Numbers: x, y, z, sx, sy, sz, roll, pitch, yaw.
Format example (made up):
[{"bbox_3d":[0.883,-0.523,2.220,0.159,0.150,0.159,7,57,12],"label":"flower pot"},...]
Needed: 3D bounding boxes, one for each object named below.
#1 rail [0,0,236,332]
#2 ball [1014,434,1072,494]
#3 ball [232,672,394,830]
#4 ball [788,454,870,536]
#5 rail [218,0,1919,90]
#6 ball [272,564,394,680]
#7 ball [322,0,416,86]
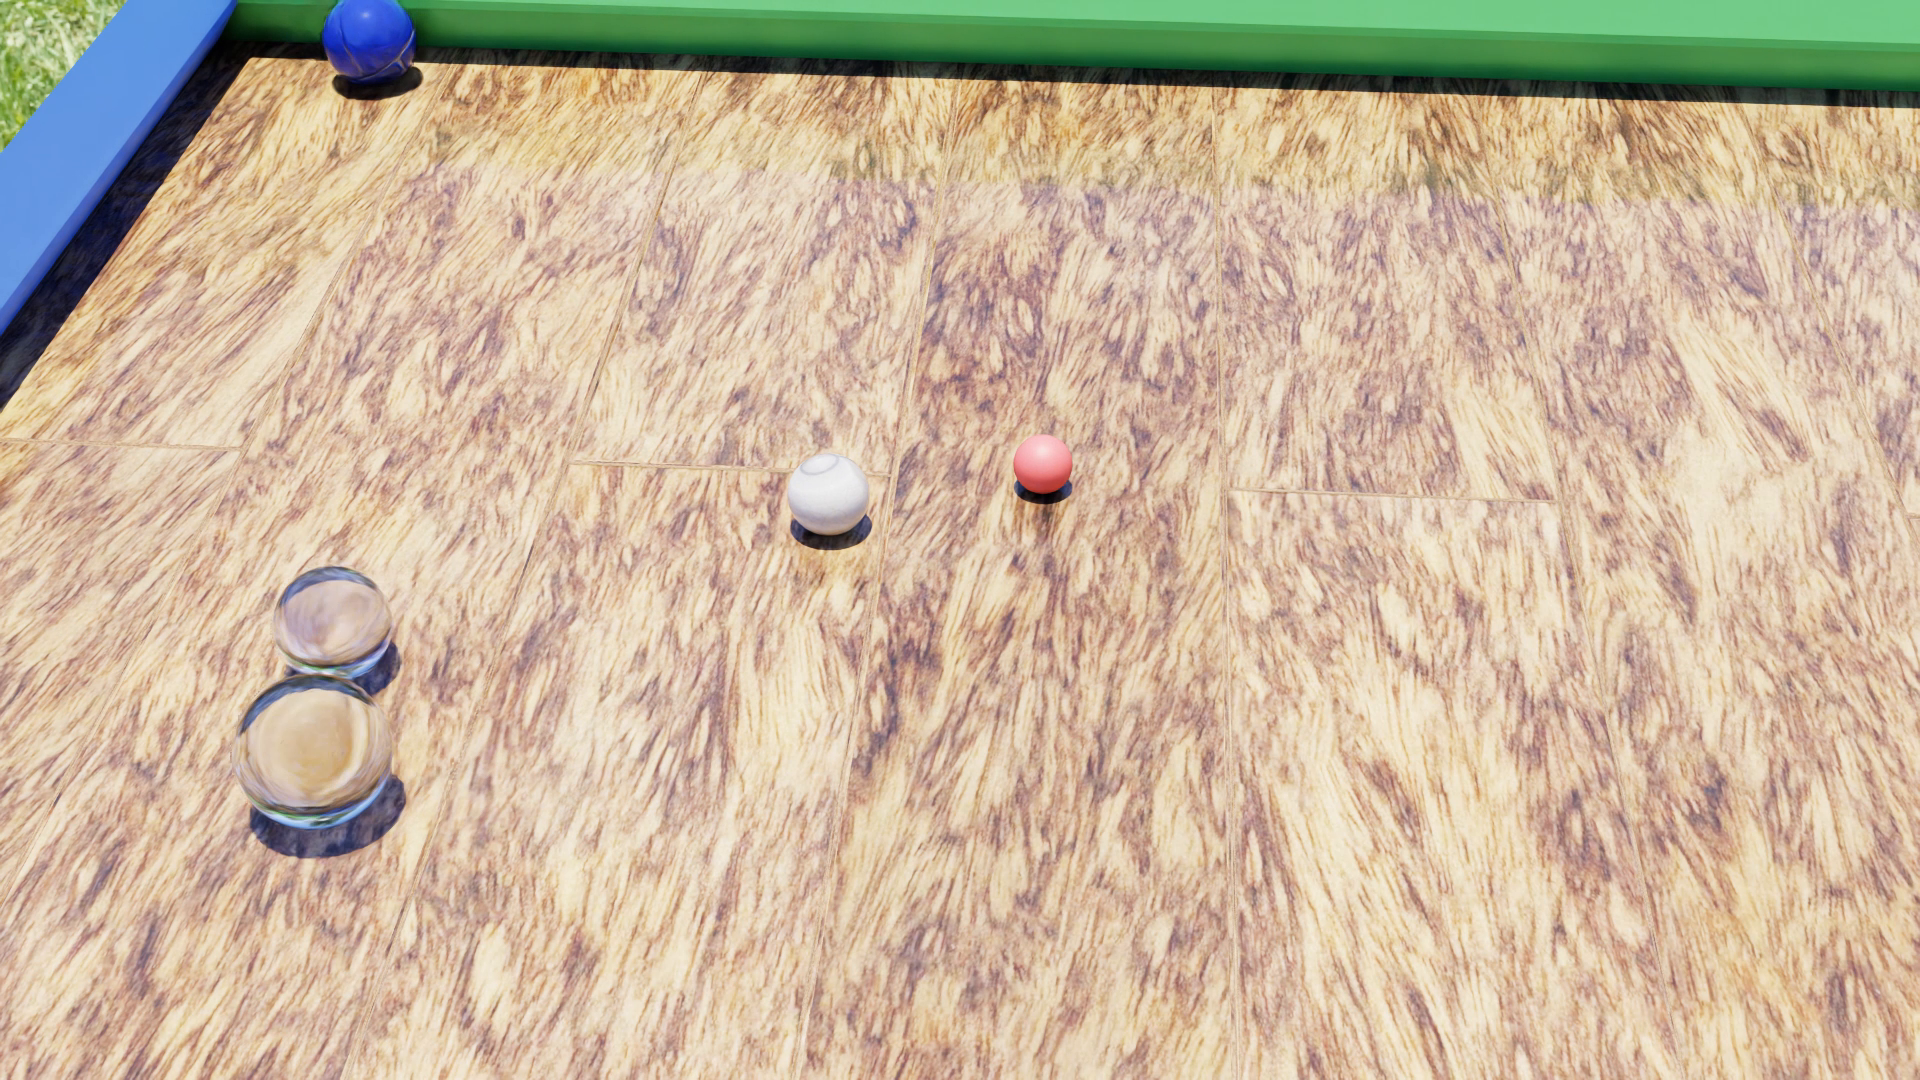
[{"bbox_3d":[-0.788,-0.056,1.839,0.045,0.127,1.739,2,35,3],"label":"rail"},{"bbox_3d":[0.062,-0.057,1.912,0.044,0.044,0.044,0,35,0],"label":"ball"},{"bbox_3d":[-0.403,0.132,1.600,0.098,0.098,0.098,0,35,0],"label":"ball"},{"bbox_3d":[-0.095,-0.033,1.866,0.060,0.060,0.060,0,35,0],"label":"ball"},{"bbox_3d":[0.871,-0.477,2.435,3.253,0.127,0.045,2,35,3],"label":"rail"},{"bbox_3d":[-0.421,0.056,1.723,0.079,0.079,0.079,0,35,0],"label":"ball"},{"bbox_3d":[-0.570,-0.483,2.478,0.089,0.089,0.089,0,35,0],"label":"ball"}]
